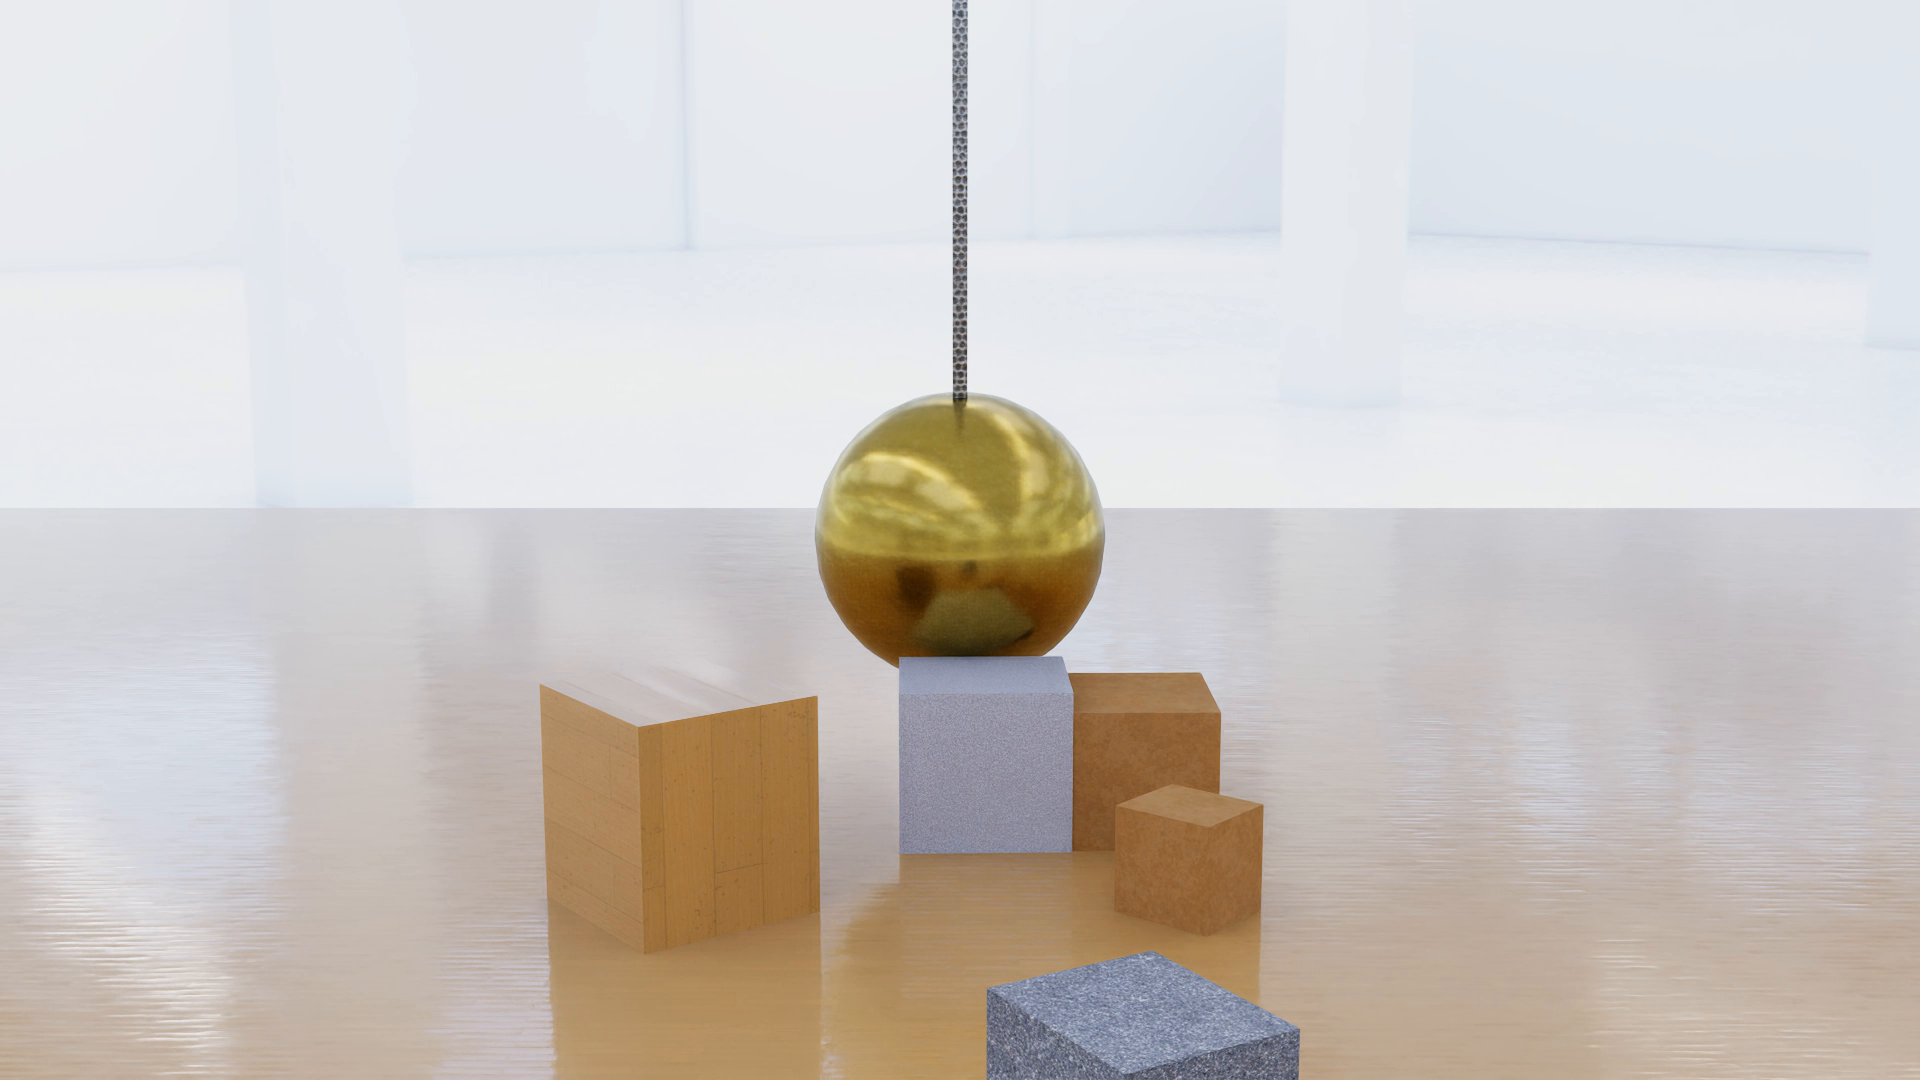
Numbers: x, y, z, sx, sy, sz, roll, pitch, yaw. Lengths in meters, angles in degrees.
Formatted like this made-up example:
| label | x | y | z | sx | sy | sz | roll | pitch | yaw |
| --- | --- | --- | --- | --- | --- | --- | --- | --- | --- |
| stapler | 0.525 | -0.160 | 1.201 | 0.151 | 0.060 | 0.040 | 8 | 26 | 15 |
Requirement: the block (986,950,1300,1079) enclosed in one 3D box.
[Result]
| label | x | y | z | sx | sy | sz | roll | pitch | yaw |
| --- | --- | --- | --- | --- | --- | --- | --- | --- | --- |
| block | 0.578 | 1.876 | 7.143 | 0.670 | 0.753 | 0.791 | -6 | 12 | -30 |

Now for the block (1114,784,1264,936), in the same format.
| label | x | y | z | sx | sy | sz | roll | pitch | yaw |
| --- | --- | --- | --- | --- | --- | --- | --- | --- | --- |
| block | 1.051 | 1.462 | 10.104 | 0.510 | 0.509 | 0.449 | 9 | 13 | 39 |

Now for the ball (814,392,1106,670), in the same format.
| label | x | y | z | sx | sy | sz | roll | pitch | yaw |
| --- | --- | --- | --- | --- | --- | --- | --- | --- | --- |
| ball | 0.000 | -0.018 | 12.089 | 1.600 | 1.600 | 1.600 | 0 | 10 | 0 |

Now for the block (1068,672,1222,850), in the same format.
| label | x | y | z | sx | sy | sz | roll | pitch | yaw |
| --- | --- | --- | --- | --- | --- | --- | --- | --- | --- |
| block | 0.921 | 1.131 | 11.363 | 0.735 | 0.710 | 0.838 | 0 | 10 | -1 |

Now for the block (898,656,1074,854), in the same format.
| label | x | y | z | sx | sy | sz | roll | pitch | yaw |
| --- | --- | --- | --- | --- | --- | --- | --- | --- | --- |
| block | 0.120 | 1.089 | 11.288 | 0.861 | 0.819 | 0.789 | 0 | 10 | -1 |

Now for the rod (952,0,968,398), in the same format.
| label | x | y | z | sx | sy | sz | roll | pitch | yaw |
| --- | --- | --- | --- | --- | --- | --- | --- | --- | --- |
| rod | 0.000 | -3.234 | 10.987 | 0.080 | 5.200 | 0.080 | 0 | 19 | 0 |

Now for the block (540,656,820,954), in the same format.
| label | x | y | z | sx | sy | sz | roll | pitch | yaw |
| --- | --- | --- | --- | --- | --- | --- | --- | --- | --- |
| block | -1.295 | 1.189 | 10.157 | 0.914 | 1.027 | 0.952 | -8 | 13 | -36 |
